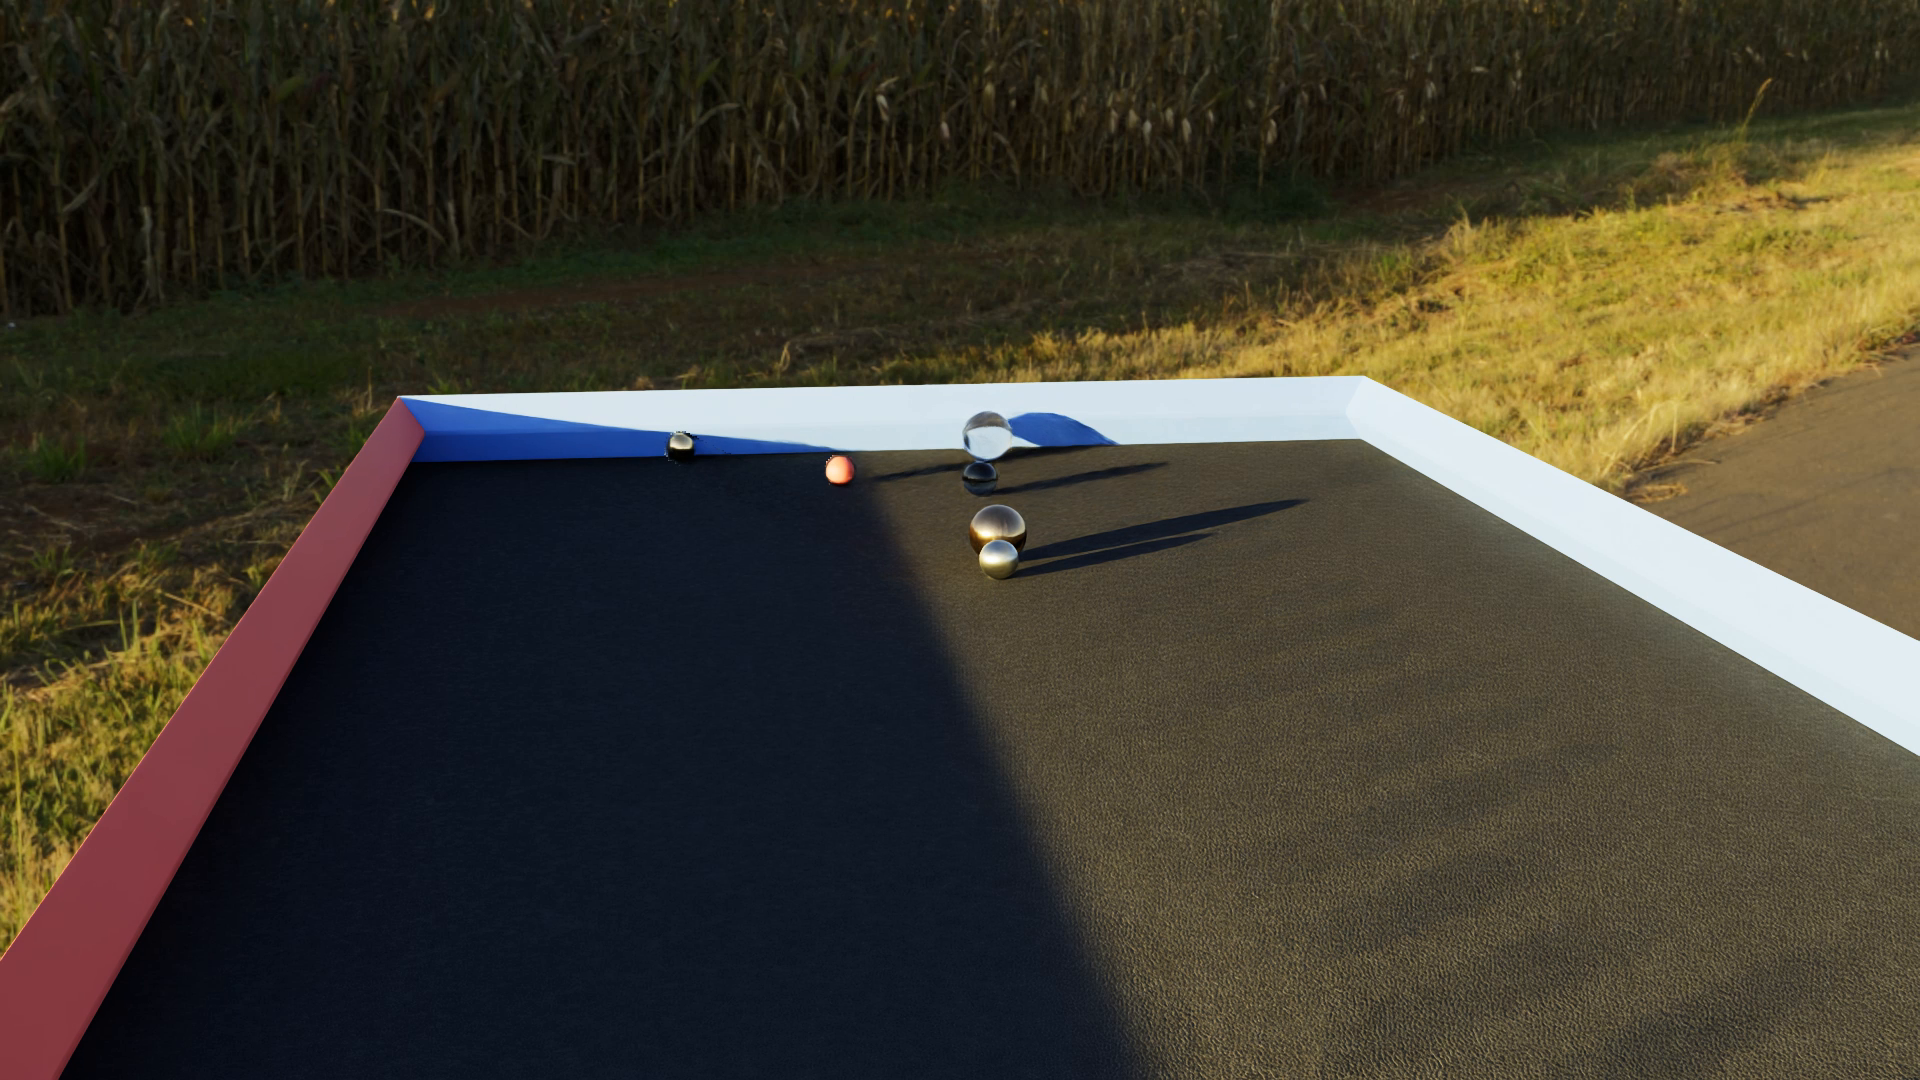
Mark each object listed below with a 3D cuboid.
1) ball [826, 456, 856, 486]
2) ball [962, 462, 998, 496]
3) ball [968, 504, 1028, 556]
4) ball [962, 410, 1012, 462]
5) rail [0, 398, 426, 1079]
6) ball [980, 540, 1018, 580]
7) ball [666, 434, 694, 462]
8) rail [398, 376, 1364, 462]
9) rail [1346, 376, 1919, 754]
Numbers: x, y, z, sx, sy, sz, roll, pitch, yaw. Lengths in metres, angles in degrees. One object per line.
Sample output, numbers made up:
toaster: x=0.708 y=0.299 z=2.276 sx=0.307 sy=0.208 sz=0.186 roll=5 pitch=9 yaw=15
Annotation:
ball: x=-0.186 y=-0.108 z=3.433 sx=0.045 sy=0.045 sz=0.045 roll=0 pitch=13 yaw=0
ball: x=0.031 y=-0.094 z=3.354 sx=0.053 sy=0.053 sz=0.053 roll=0 pitch=13 yaw=0
ball: x=0.050 y=-0.008 z=2.927 sx=0.078 sy=0.078 sz=0.078 roll=0 pitch=13 yaw=0
ball: x=0.045 y=-0.172 z=3.626 sx=0.084 sy=0.084 sz=0.084 roll=0 pitch=13 yaw=0
rail: x=-0.679 y=0.176 z=2.048 sx=0.045 sy=0.109 sz=3.245 roll=-2 pitch=13 yaw=-8
ball: x=0.050 y=0.025 z=2.842 sx=0.051 sy=0.051 sz=0.051 roll=0 pitch=13 yaw=0
ball: x=-0.461 y=-0.153 z=3.627 sx=0.047 sy=0.047 sz=0.047 roll=0 pitch=13 yaw=0
rail: x=-0.106 y=-0.202 z=3.697 sx=1.638 sy=0.109 sz=0.045 roll=-2 pitch=13 yaw=-8
rail: x=0.897 y=0.128 z=2.257 sx=0.045 sy=0.109 sz=3.245 roll=-2 pitch=13 yaw=-8
